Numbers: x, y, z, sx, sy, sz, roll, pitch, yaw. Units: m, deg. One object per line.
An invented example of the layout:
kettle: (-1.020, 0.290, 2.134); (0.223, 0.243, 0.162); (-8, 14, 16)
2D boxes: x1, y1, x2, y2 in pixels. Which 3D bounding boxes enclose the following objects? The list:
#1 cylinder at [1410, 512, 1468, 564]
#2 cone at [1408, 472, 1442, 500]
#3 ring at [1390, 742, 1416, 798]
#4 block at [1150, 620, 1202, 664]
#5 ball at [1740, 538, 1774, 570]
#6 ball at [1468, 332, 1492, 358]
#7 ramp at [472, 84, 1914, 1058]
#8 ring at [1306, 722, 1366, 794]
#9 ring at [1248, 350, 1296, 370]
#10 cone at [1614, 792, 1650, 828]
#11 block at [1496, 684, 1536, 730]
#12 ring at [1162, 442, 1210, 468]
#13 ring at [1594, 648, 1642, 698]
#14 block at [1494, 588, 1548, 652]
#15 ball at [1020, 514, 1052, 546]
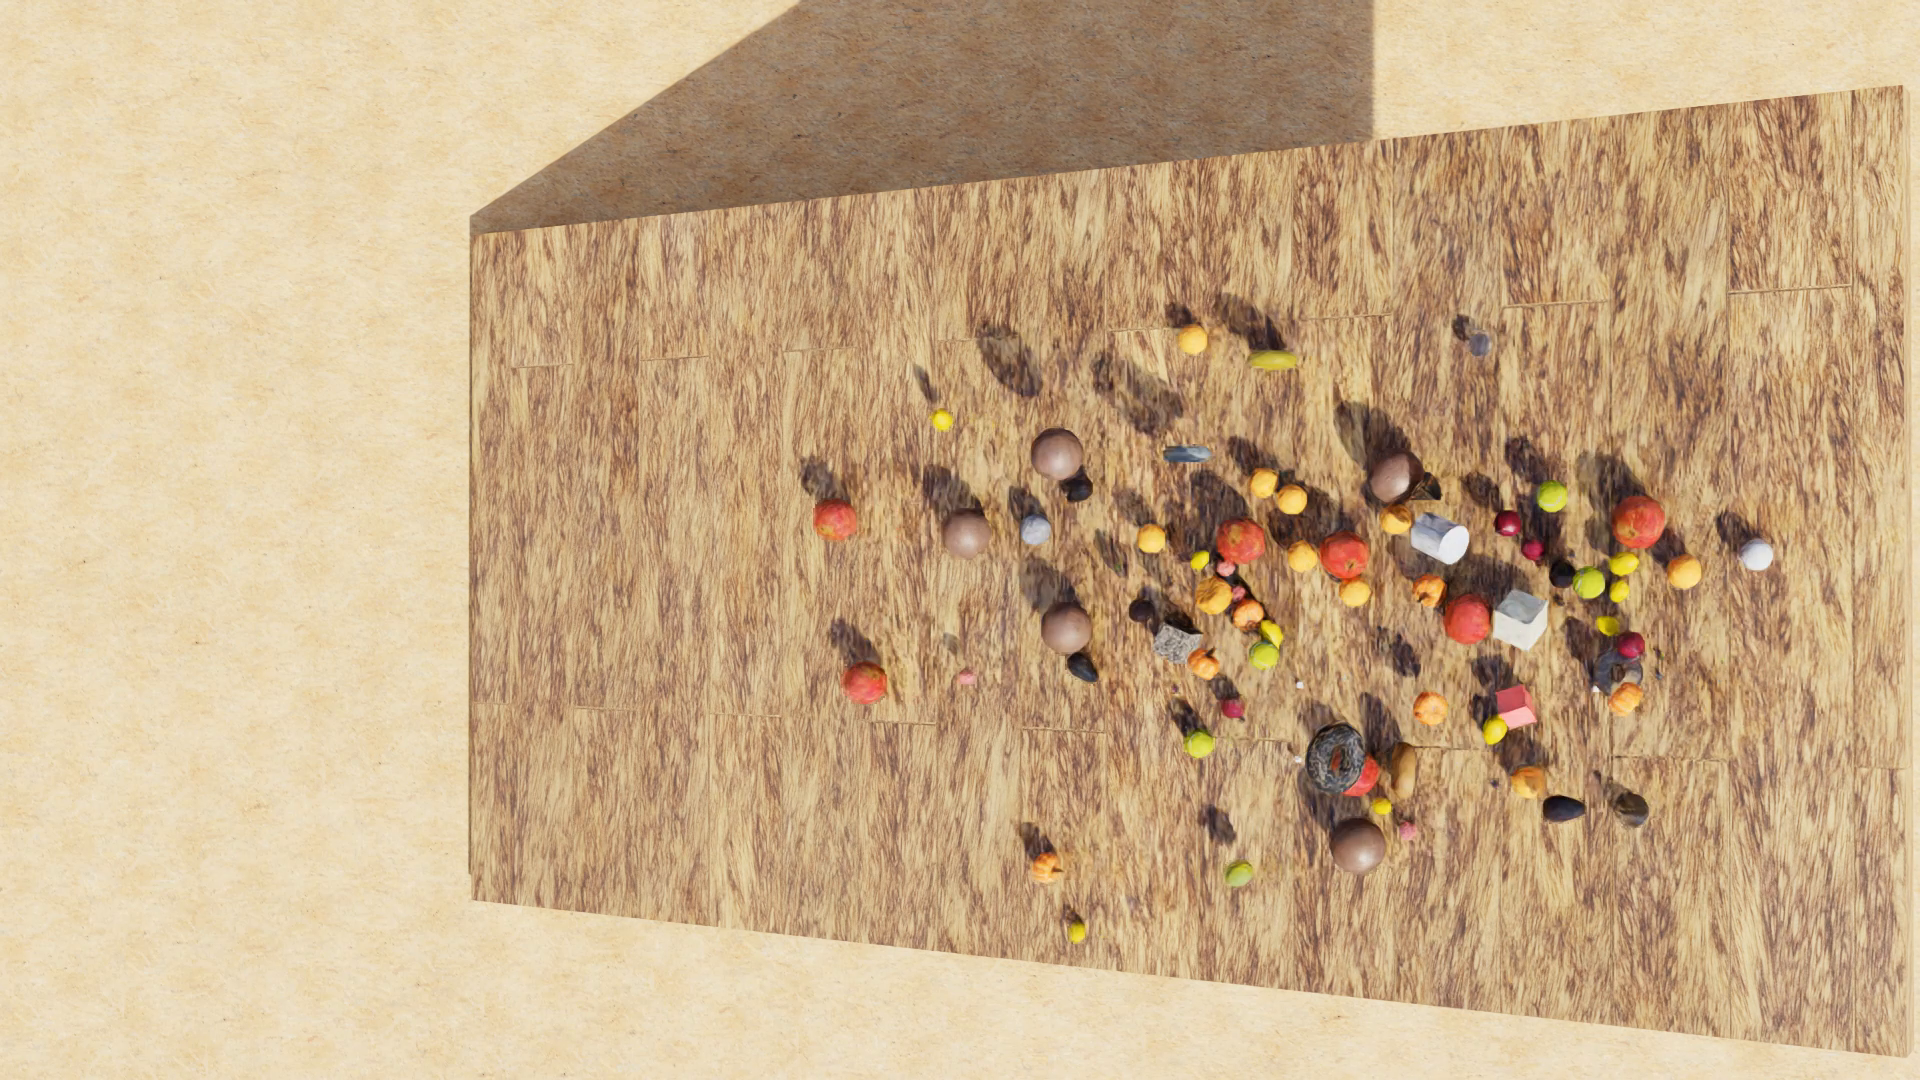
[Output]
cylinder: (1.068, -0.005, 4.899); (0.090, 0.090, 0.090); (-15, 119, -30)
cone: (1.035, -0.106, 4.948); (0.071, 0.071, 0.071); (-29, 89, 36)
ring: (1.010, 0.525, 5.014); (0.043, 0.130, 0.130); (2, 89, 4)
block: (0.527, 0.248, 5.340); (0.079, 0.079, 0.079); (26, 103, 29)
ball: (1.680, 0.031, 4.640); (0.067, 0.067, 0.067); (0, 89, 0)
ball: (1.173, -0.440, 4.962); (0.056, 0.056, 0.056); (0, 89, 0)
ramp: (0.263, 0.072, 5.608); (4.000, 0.100, 2.000); (0, 89, 32)
ring: (0.764, 0.444, 4.467); (0.147, 0.049, 0.147); (-4, 98, -32)
ring: (0.734, -0.424, 5.172); (0.117, 0.117, 0.039); (3, 90, 0)
cone: (1.447, 0.591, 4.772); (0.076, 0.076, 0.076); (0, 89, 32)
block: (1.238, 0.371, 4.893); (0.062, 0.062, 0.062); (-22, 133, 24)
ring: (0.539, -0.204, 5.226); (0.115, 0.115, 0.038); (-11, 107, 0)
ring: (1.436, 0.291, 4.800); (0.111, 0.037, 0.111); (-3, 84, 37)
block: (1.243, 0.177, 4.874); (0.084, 0.084, 0.084); (25, 54, 32)
ball: (0.191, -0.027, 5.547); (0.081, 0.081, 0.081); (0, 89, 0)
